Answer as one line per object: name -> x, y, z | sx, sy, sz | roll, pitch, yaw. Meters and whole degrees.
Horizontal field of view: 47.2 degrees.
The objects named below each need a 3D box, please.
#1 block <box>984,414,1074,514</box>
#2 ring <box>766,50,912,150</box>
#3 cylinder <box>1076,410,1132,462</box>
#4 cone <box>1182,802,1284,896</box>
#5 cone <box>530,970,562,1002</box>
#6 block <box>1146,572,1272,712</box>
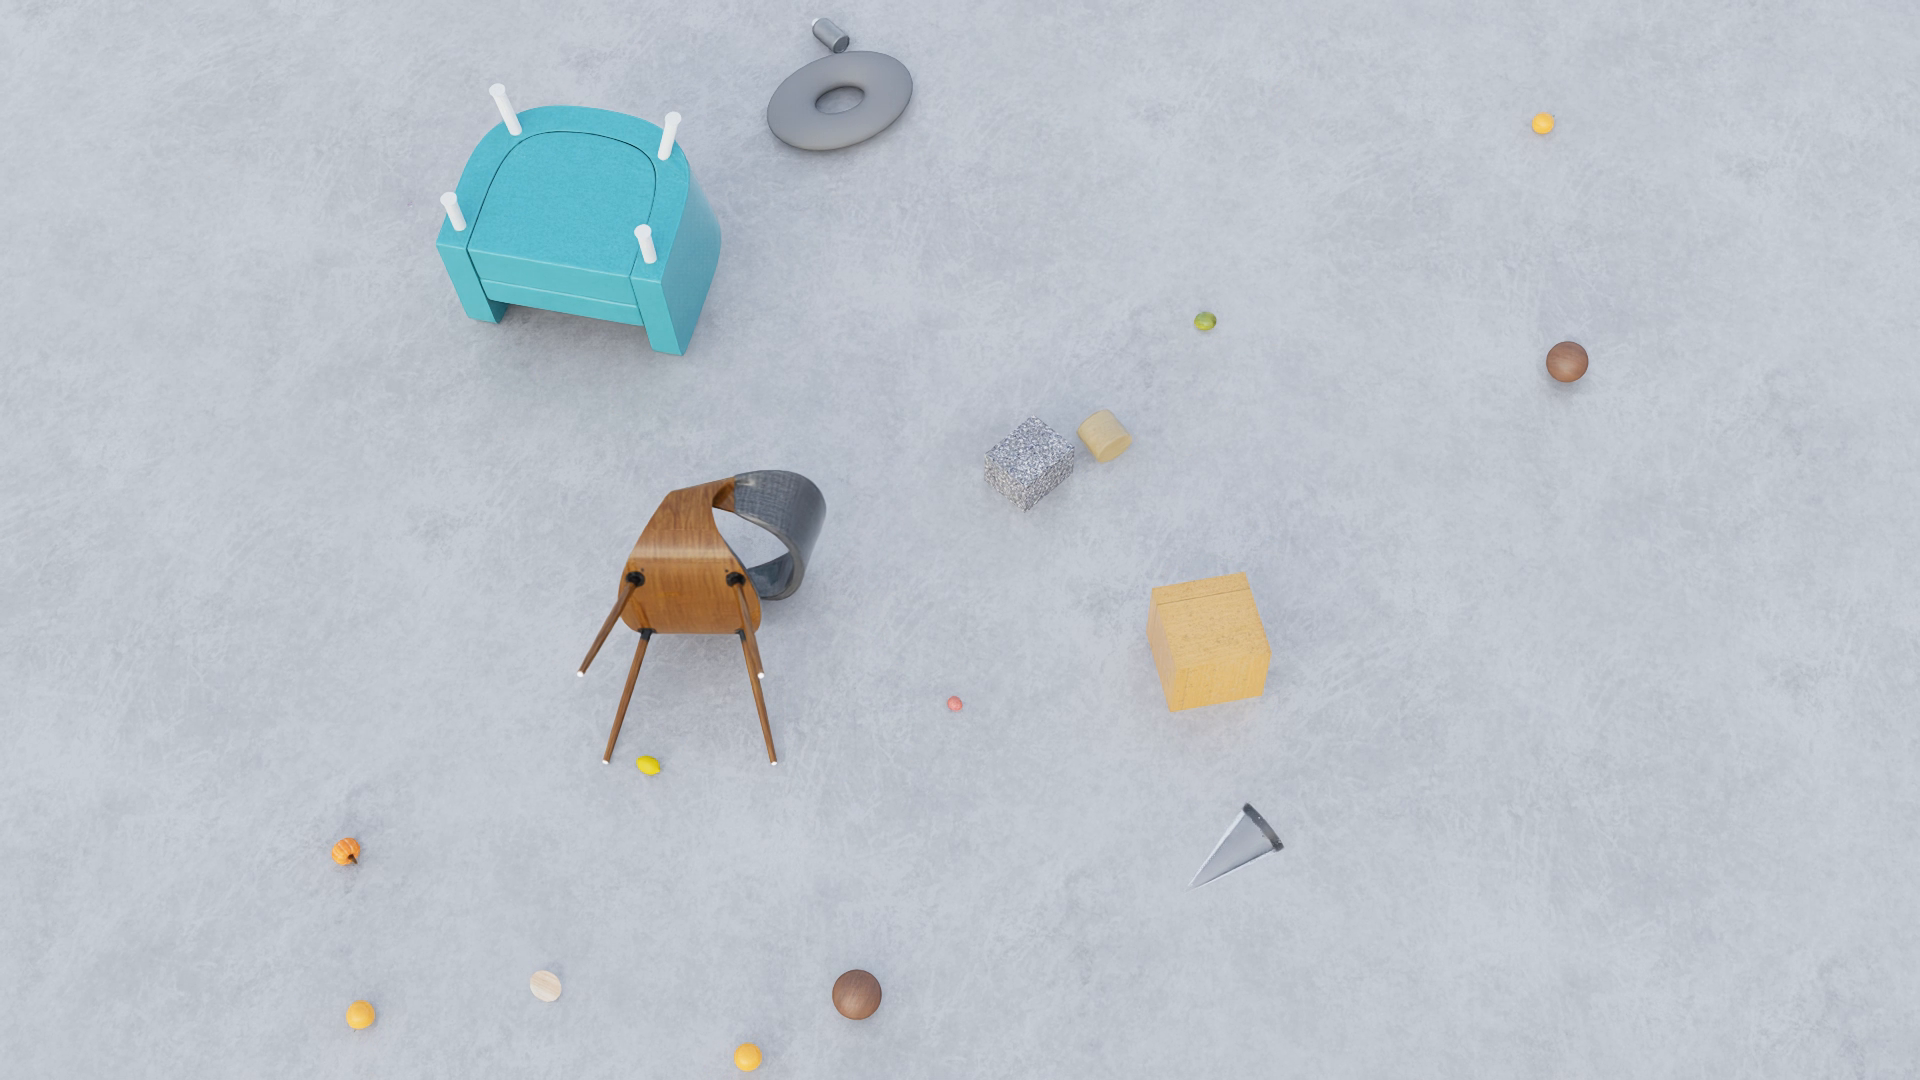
block -> 0.209, -0.231, 6.646 | 0.210, 0.137, 0.172 | -40, 65, -23
ring -> -0.411, -1.507, 7.531 | 0.540, 0.092, 0.401 | -31, 61, -18
cylinder -> 0.443, -0.319, 6.730 | 0.128, 0.095, 0.119 | -32, 61, -9
cone -> 0.711, 0.868, 5.947 | 0.299, 0.148, 0.162 | -39, 99, -7
cone -> -1.080, 1.164, 5.775 | 0.090, 0.041, 0.084 | 25, 104, 9
block -> 0.701, 0.290, 6.236 | 0.271, 0.238, 0.273 | -10, 57, -6
